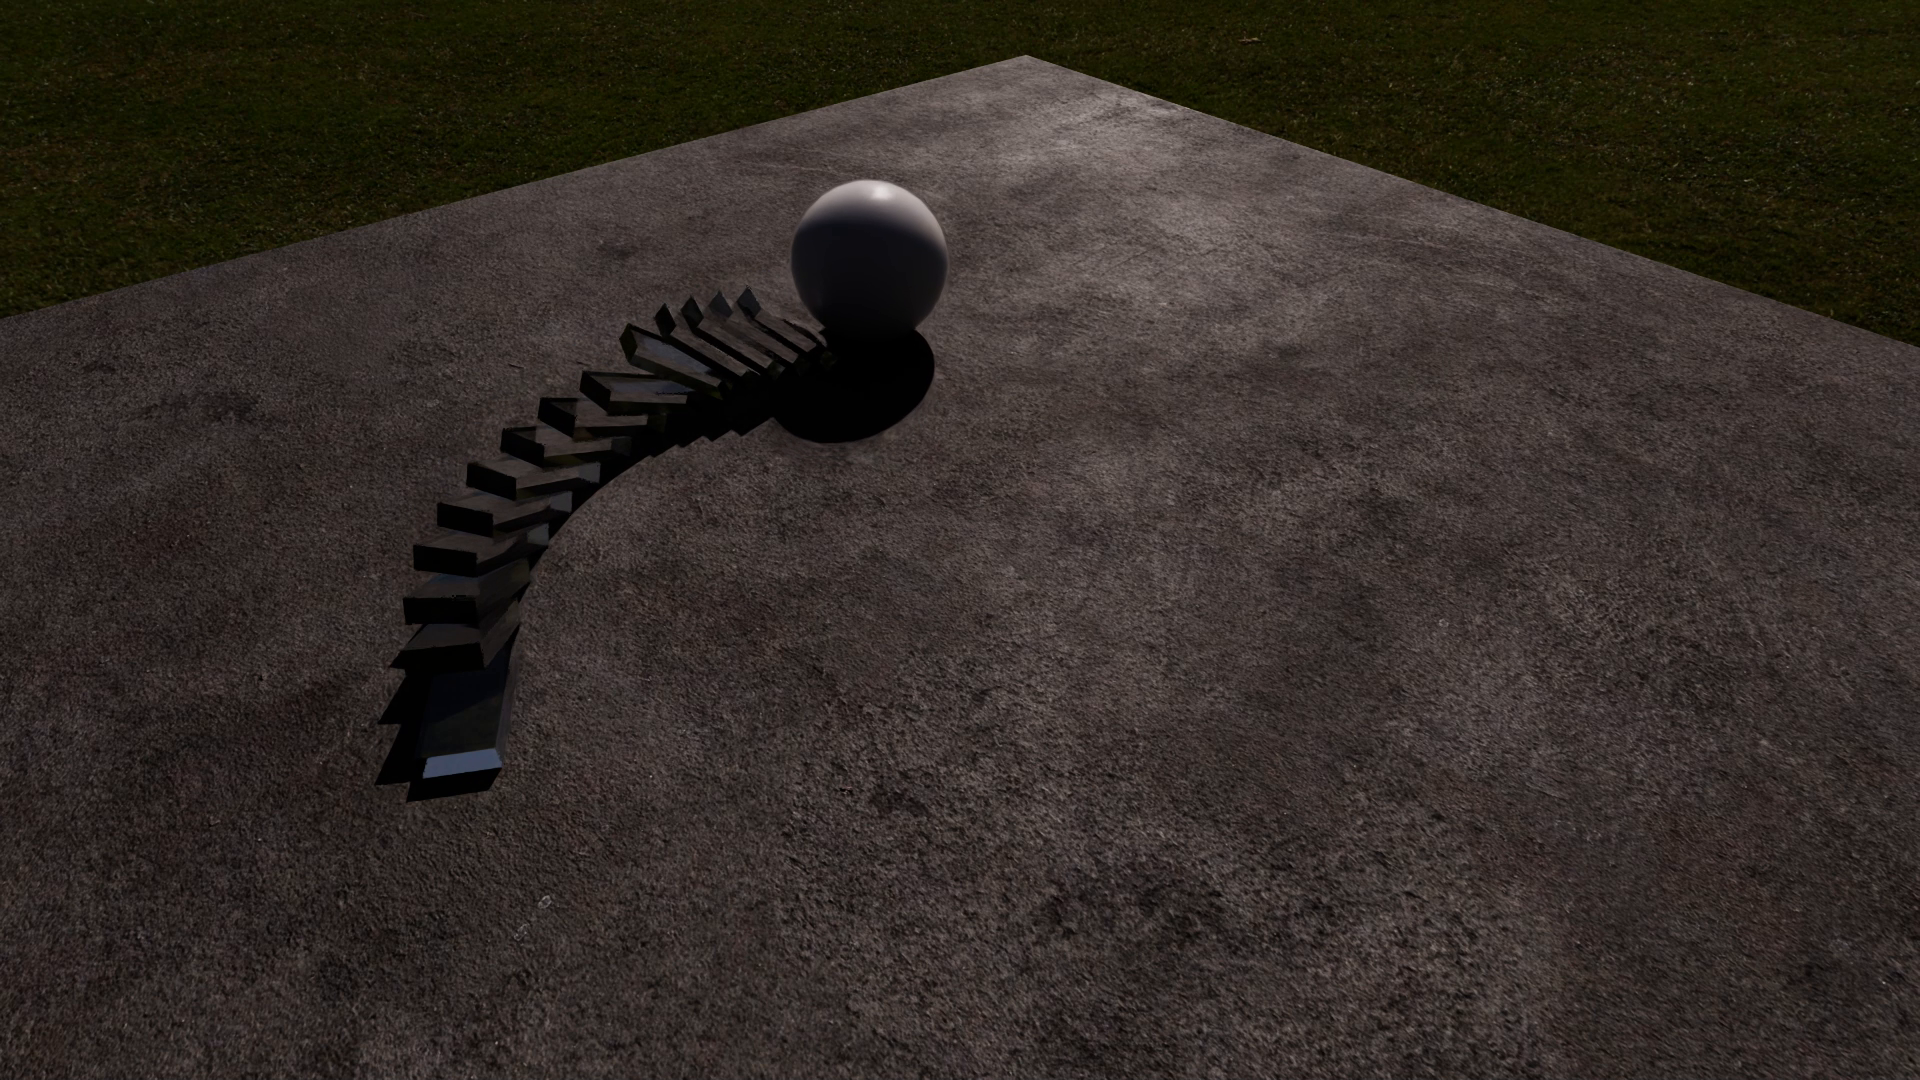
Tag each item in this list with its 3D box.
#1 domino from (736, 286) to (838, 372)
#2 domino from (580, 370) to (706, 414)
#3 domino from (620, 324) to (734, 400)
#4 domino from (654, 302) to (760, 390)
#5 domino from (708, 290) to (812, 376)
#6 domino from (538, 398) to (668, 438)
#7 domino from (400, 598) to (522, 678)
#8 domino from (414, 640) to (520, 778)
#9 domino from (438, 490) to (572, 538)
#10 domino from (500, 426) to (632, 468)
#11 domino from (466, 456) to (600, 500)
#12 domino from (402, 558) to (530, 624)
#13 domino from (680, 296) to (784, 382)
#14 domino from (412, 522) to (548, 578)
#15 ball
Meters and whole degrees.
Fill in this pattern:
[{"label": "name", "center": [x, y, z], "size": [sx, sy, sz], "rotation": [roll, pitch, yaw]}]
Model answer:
[{"label": "domino", "center": [-0.085, -0.104, 0.545], "size": [0.050, 0.009, 0.025], "rotation": [29, 18, -42]}, {"label": "domino", "center": [-0.147, -0.068, 0.510], "size": [0.025, 0.010, 0.050], "rotation": [33, 24, 34]}, {"label": "domino", "center": [-0.135, -0.085, 0.525], "size": [0.050, 0.010, 0.025], "rotation": [19, 24, -38]}, {"label": "domino", "center": [-0.122, -0.093, 0.532], "size": [0.050, 0.010, 0.025], "rotation": [29, 18, -42]}, {"label": "domino", "center": [-0.098, -0.101, 0.542], "size": [0.050, 0.010, 0.025], "rotation": [29, 18, -42]}, {"label": "domino", "center": [-0.160, -0.055, 0.495], "size": [0.025, 0.010, 0.050], "rotation": [26, 21, 29]}, {"label": "domino", "center": [-0.174, 0.033, 0.387], "size": [0.025, 0.010, 0.050], "rotation": [-6, 15, -7]}, {"label": "domino", "center": [-0.167, 0.057, 0.374], "size": [0.025, 0.010, 0.050], "rotation": [-7, 40, -9]}, {"label": "domino", "center": [-0.182, -0.013, 0.443], "size": [0.025, 0.010, 0.050], "rotation": [11, 15, 13]}, {"label": "domino", "center": [-0.170, -0.042, 0.478], "size": [0.025, 0.010, 0.050], "rotation": [21, 18, 23]}, {"label": "domino", "center": [-0.178, -0.028, 0.461], "size": [0.025, 0.010, 0.050], "rotation": [16, 16, 18]}, {"label": "domino", "center": [-0.181, 0.018, 0.406], "size": [0.025, 0.009, 0.050], "rotation": [0, 15, 0]}, {"label": "domino", "center": [-0.111, -0.098, 0.538], "size": [0.050, 0.010, 0.025], "rotation": [29, 18, -42]}, {"label": "domino", "center": [-0.184, 0.002, 0.425], "size": [0.025, 0.009, 0.050], "rotation": [7, 14, 8]}, {"label": "ball", "center": [-0.046, -0.141, 0.560], "size": [0.080, 0.080, 0.080], "rotation": [0, 39, 0]}]
